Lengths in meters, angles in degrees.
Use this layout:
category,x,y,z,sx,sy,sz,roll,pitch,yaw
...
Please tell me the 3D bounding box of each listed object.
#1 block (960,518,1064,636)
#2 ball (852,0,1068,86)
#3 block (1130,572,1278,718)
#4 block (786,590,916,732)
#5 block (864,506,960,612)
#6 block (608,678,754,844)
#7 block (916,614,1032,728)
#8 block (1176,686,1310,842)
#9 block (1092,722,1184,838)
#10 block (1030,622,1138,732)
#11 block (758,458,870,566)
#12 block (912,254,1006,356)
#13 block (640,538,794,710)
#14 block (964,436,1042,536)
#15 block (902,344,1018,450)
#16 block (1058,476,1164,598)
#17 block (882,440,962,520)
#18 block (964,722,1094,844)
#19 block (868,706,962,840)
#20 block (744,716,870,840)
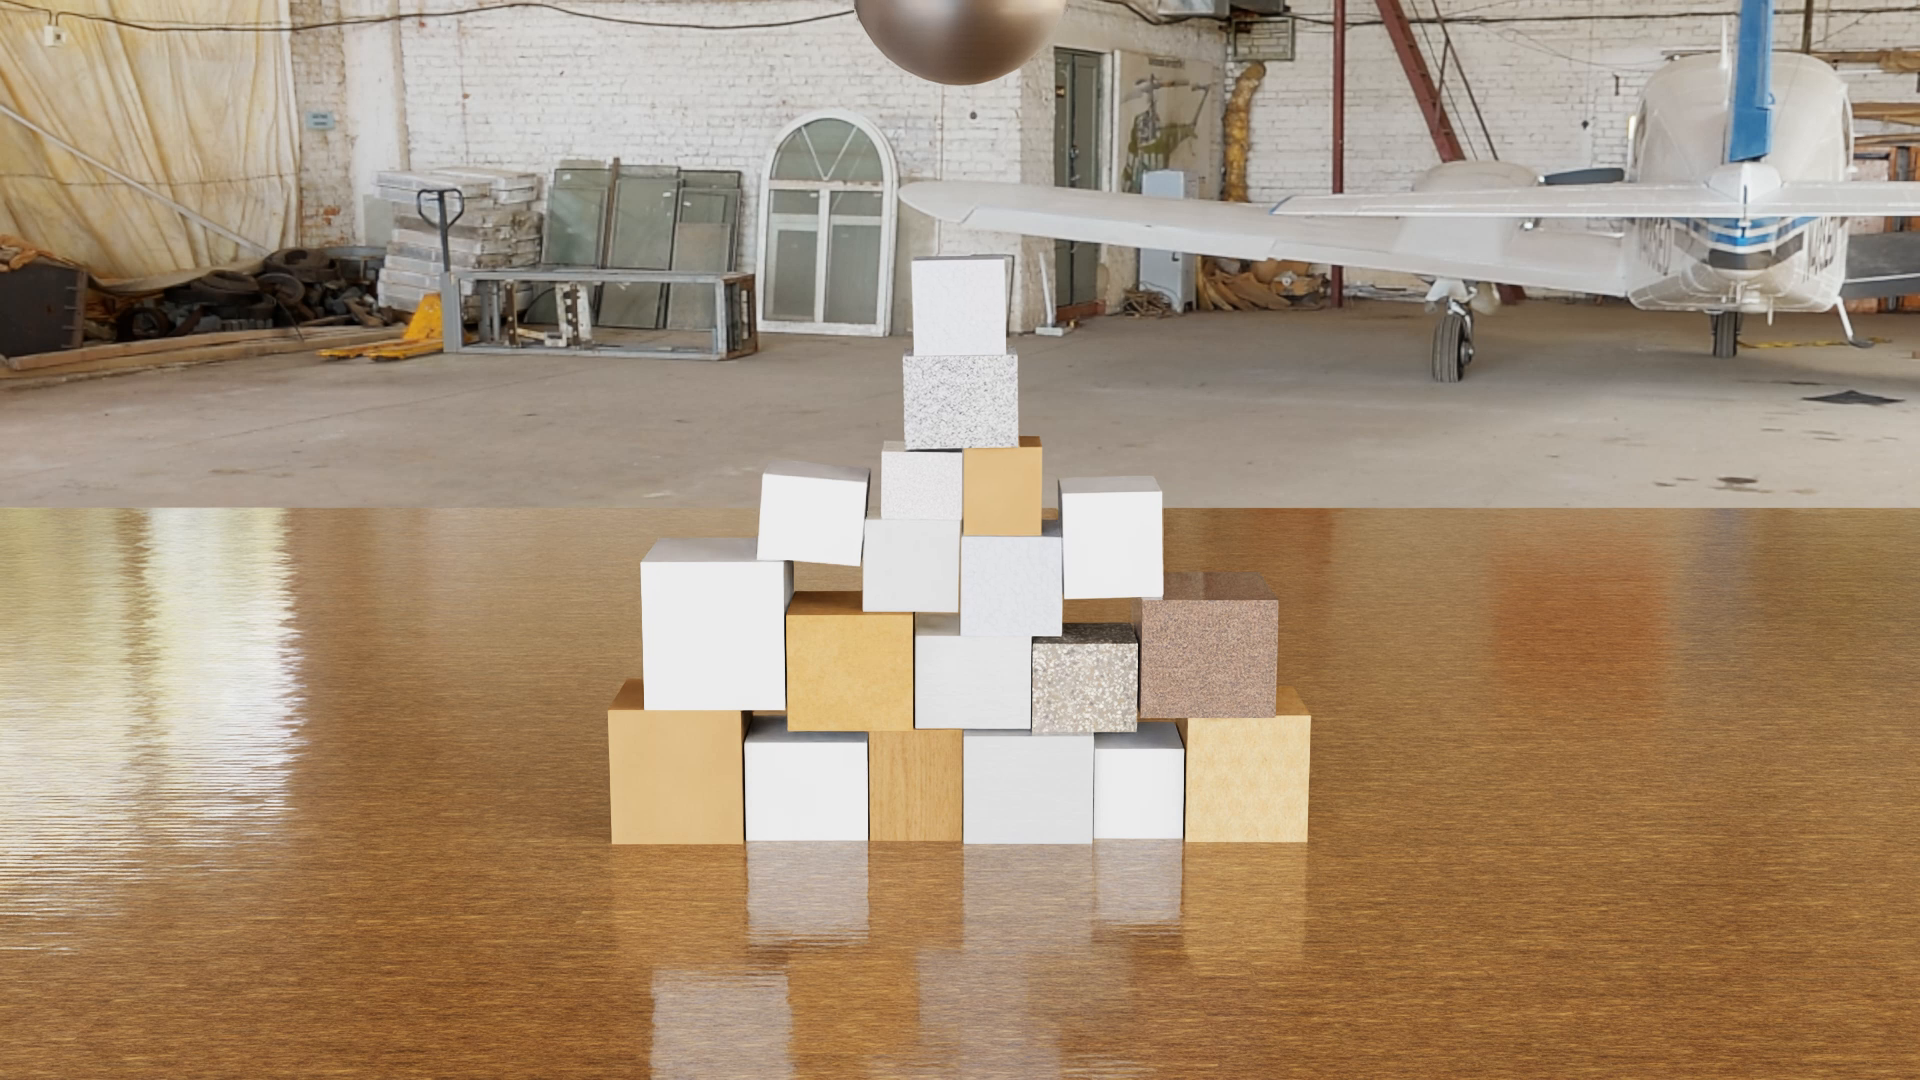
category,x,y,z,sx,sy,sz,roll,pitch,yaw
block,0.259,0.186,11.226,0.505,0.503,0.527,0,10,0
ball,0.000,-4.055,15.682,1.600,1.600,1.600,0,10,0
block,1.240,0.528,11.286,0.674,0.601,0.726,0,10,0
block,-0.550,0.613,11.279,0.629,0.594,0.603,0,10,0
block,-0.243,0.094,11.178,0.477,0.463,0.408,1,10,0
block,-1.428,1.135,11.375,0.663,0.698,0.652,0,10,0
block,0.066,0.669,11.304,0.581,0.476,0.528,0,10,0
block,1.452,1.151,11.389,0.616,0.661,0.611,0,10,0
block,0.907,1.241,11.423,0.454,0.471,0.531,0,10,0
block,0.629,0.700,11.310,0.527,0.456,0.495,0,10,0
block,-0.735,-0.145,11.150,0.512,0.420,0.522,5,10,-1
block,-0.004,-1.173,10.964,0.452,0.464,0.420,-1,10,0
block,-1.225,0.419,11.261,0.702,0.751,0.686,0,10,0
block,0.213,-0.278,11.129,0.386,0.445,0.405,0,10,0
block,0.005,-0.725,11.065,0.560,0.455,0.526,-1,10,0
block,0.760,-0.020,11.164,0.491,0.529,0.522,-1,10,0
block,-0.190,-0.304,11.135,0.400,0.338,0.399,1,10,0
block,0.345,1.203,11.386,0.652,0.560,0.639,0,10,0
block,-0.225,1.192,11.379,0.467,0.582,0.539,0,10,0
block,-0.777,1.226,11.393,0.619,0.512,0.541,0,10,0
